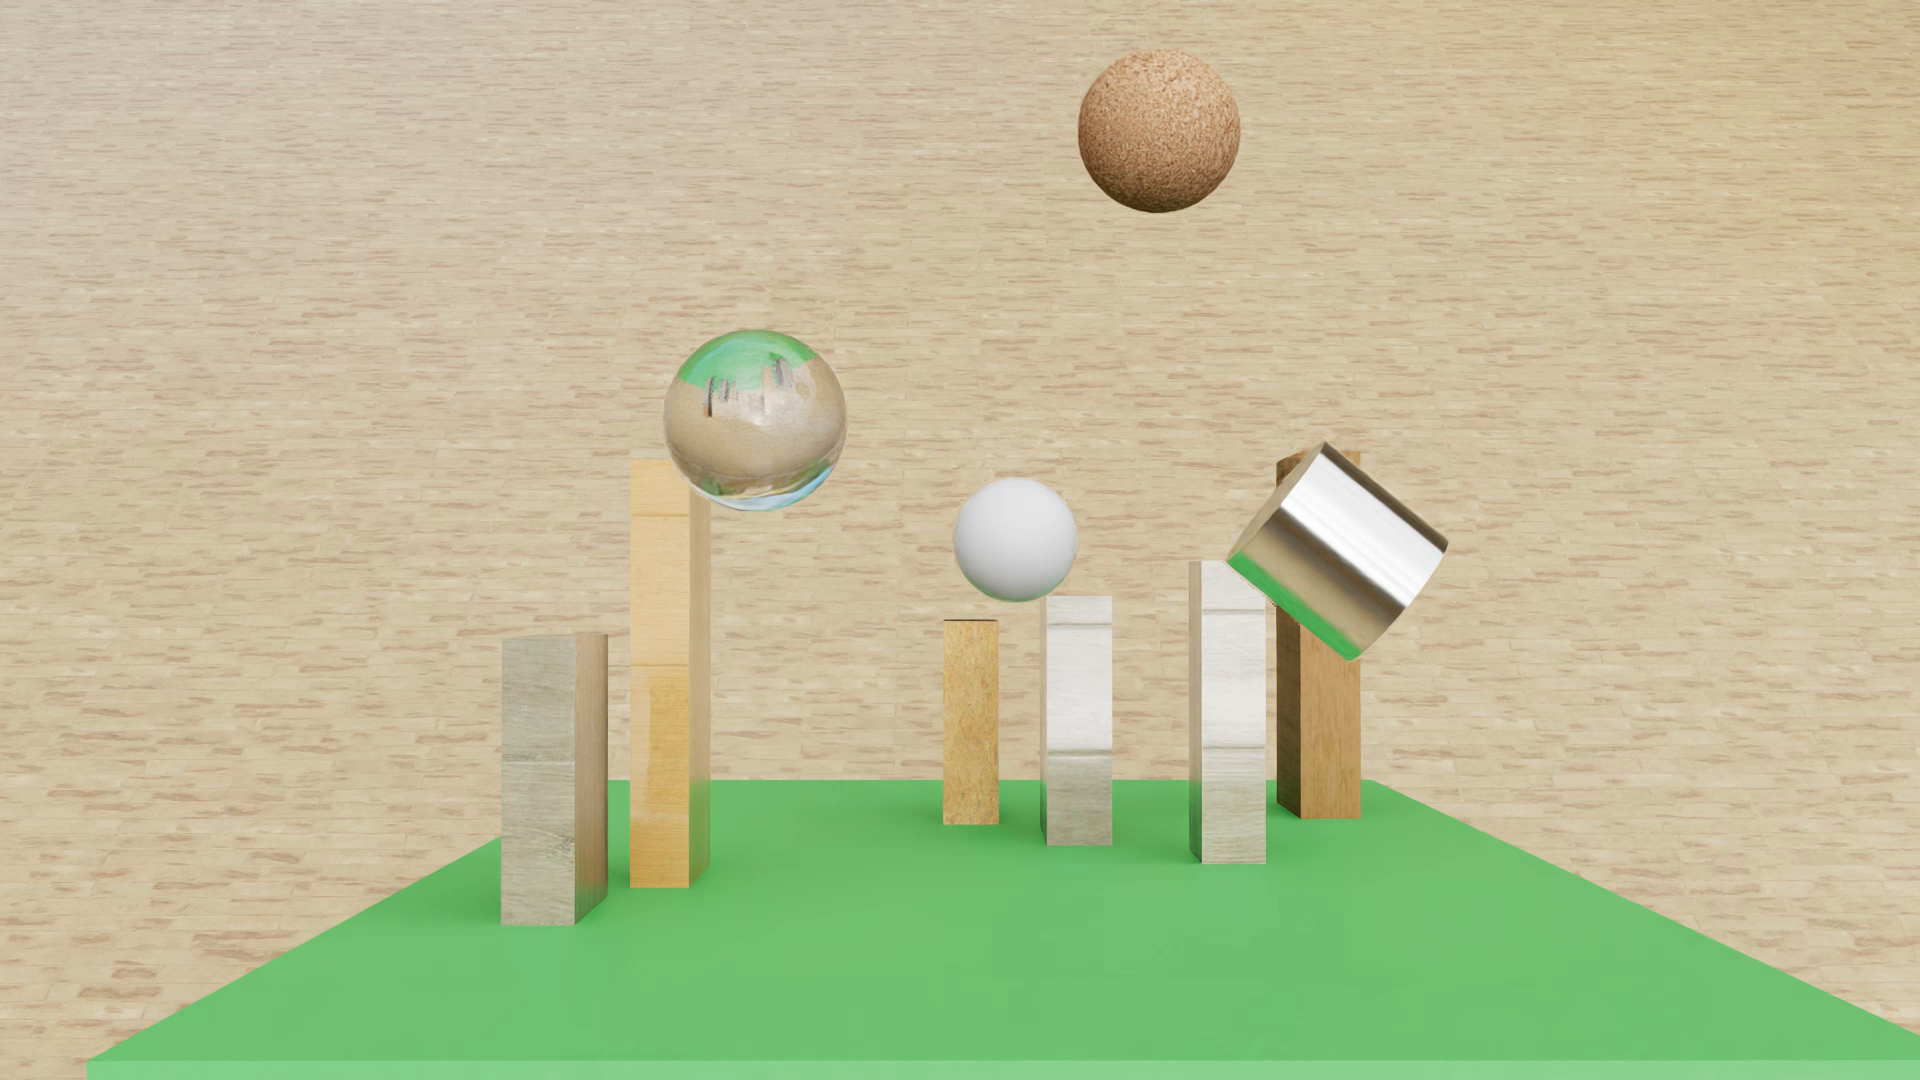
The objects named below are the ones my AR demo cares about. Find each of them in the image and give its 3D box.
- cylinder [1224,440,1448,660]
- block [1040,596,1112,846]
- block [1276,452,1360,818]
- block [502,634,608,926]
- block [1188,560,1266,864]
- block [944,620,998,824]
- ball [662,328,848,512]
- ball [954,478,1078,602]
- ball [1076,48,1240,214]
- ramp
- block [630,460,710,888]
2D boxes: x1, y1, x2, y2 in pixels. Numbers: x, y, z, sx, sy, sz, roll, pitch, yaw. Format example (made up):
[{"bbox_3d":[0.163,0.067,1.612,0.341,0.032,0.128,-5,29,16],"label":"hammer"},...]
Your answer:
[{"bbox_3d":[0.382,0.011,2.638,0.160,0.160,0.160,39,40,0],"label":"cylinder"},{"bbox_3d":[0.232,0.355,5.258,0.127,0.484,0.439,0,-1,0],"label":"block"},{"bbox_3d":[0.803,0.210,5.835,0.130,0.794,0.429,0,-1,0],"label":"block"},{"bbox_3d":[-0.627,0.363,4.036,0.109,0.426,0.364,0,-1,0],"label":"block"},{"bbox_3d":[0.496,0.315,4.836,0.116,0.550,0.265,0,-1,0],"label":"block"},{"bbox_3d":[0.023,0.390,5.653,0.117,0.429,0.340,0,-1,0],"label":"block"},{"bbox_3d":[-0.212,-0.124,2.690,0.191,0.191,0.191,0,33,0],"label":"ball"},{"bbox_3d":[0.052,0.000,2.424,0.117,0.117,0.117,0,33,0],"label":"ball"},{"bbox_3d":[0.194,-0.399,2.532,0.159,0.159,0.159,0,33,0],"label":"ball"},{"bbox_3d":[0.073,0.638,4.749,2.000,0.100,4.000,0,-1,0],"label":"ramp"},{"bbox_3d":[-0.502,0.226,4.517,0.098,0.715,0.371,0,-1,0],"label":"block"}]
